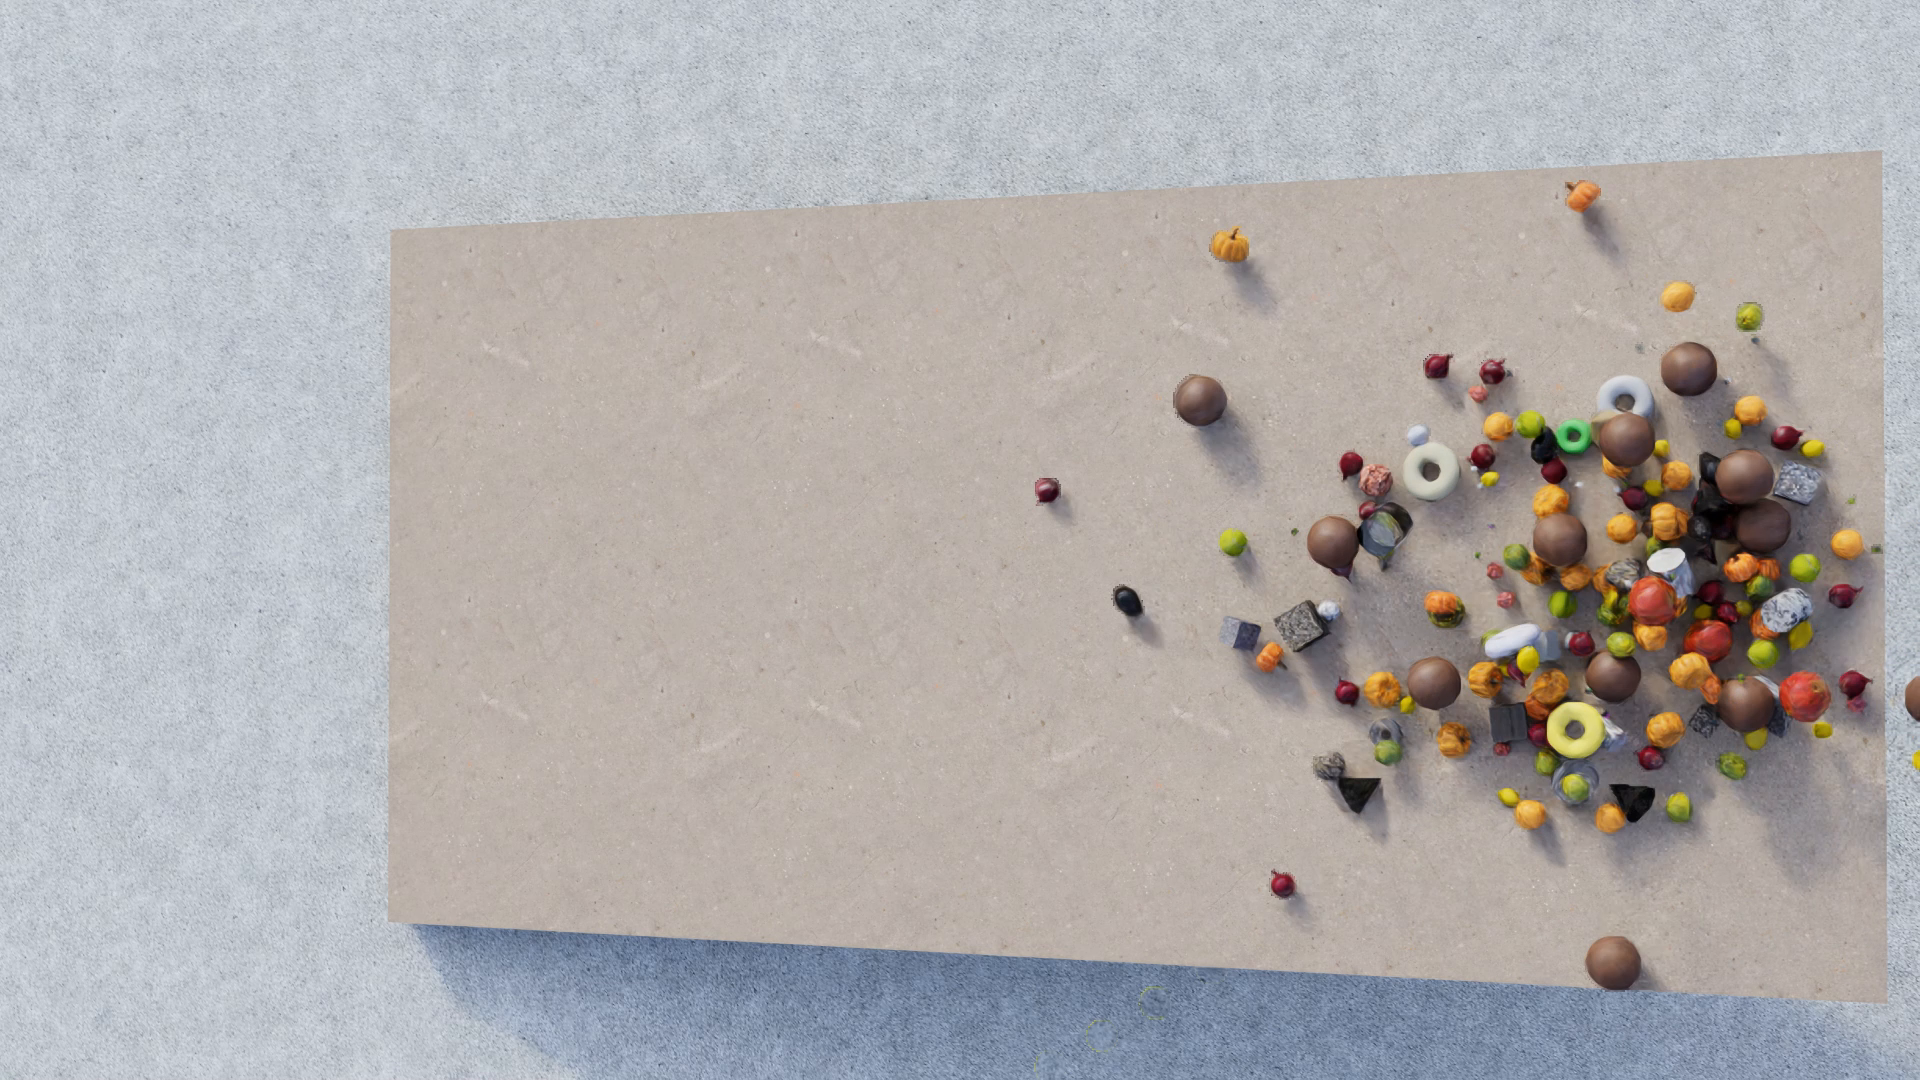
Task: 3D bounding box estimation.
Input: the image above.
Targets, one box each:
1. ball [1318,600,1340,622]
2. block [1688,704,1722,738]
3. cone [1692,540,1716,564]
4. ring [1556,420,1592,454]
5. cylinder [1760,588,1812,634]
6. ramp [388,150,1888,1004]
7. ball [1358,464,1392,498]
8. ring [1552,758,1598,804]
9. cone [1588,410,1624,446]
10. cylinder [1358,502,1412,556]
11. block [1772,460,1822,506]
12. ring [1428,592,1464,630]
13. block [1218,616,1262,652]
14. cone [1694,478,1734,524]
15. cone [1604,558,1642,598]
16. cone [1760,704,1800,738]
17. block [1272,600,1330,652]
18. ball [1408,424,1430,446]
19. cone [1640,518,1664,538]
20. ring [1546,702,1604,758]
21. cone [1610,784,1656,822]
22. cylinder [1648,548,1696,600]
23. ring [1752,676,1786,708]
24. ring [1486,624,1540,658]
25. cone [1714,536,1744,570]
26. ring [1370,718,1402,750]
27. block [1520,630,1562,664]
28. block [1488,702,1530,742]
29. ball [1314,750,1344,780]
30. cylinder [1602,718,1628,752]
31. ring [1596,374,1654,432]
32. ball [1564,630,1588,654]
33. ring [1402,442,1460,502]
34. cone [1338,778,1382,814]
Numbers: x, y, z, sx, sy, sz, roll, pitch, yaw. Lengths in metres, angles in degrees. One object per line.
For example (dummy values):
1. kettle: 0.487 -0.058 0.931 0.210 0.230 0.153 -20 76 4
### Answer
1. ball: 0.924 0.178 5.514 0.054 0.054 0.054 0 89 0
2. block: 1.776 0.433 5.239 0.056 0.056 0.056 36 104 15
3. cone: 1.790 0.040 5.245 0.060 0.060 0.060 -39 85 -1
4. ring: 1.495 -0.251 5.352 0.087 0.029 0.087 0 90 24
5. cylinder: 1.929 0.164 5.134 0.083 0.083 0.083 -23 89 -32
6. ramp: 0.274 0.094 5.800 4.000 0.100 2.000 0 89 17
7. ball: 1.033 -0.148 5.469 0.084 0.084 0.084 0 89 0
8. ring: 1.489 0.584 5.324 0.115 0.038 0.115 -1 99 -3
9. cone: 1.529 -0.276 5.264 0.090 0.090 0.090 -9 75 39
10. cylinder: 1.040 -0.026 5.383 0.099 0.099 0.099 53 46 1
11. block: 1.969 -0.134 5.175 0.083 0.083 0.083 21 95 17
12. ring: 1.203 0.175 5.439 0.091 0.030 0.091 0 90 19
13. block: 0.707 0.237 5.560 0.067 0.067 0.067 14 95 -31
14. cone: 1.765 -0.106 5.197 0.098 0.098 0.098 -12 66 0
15. cone: 1.579 0.107 5.183 0.092 0.092 0.092 -11 48 0
16. cone: 1.952 0.410 5.197 0.082 0.082 0.082 -30 89 -12
17. block: 0.856 0.217 5.510 0.094 0.094 0.094 -33 77 17
18. ball: 1.104 -0.251 5.294 0.052 0.052 0.052 0 89 0
19. cone: 1.664 -0.038 5.278 0.052 0.052 0.052 -4 68 10
20. ring: 1.470 0.453 5.252 0.137 0.046 0.137 0 90 26
21. cone: 1.603 0.612 5.300 0.098 0.098 0.098 -52 48 -1
22. cylinder: 1.677 0.079 5.181 0.088 0.088 0.088 -31 119 0
23. ring: 1.901 0.355 5.167 0.093 0.093 0.031 38 112 1
24. ring: 1.322 0.241 5.259 0.139 0.139 0.046 -24 91 0
25. cone: 1.810 0.041 5.216 0.074 0.074 0.074 22 104 0
26. ring: 1.061 0.485 5.478 0.081 0.027 0.081 3 98 18
27. block: 1.407 0.259 5.341 0.071 0.071 0.071 -11 86 38
28. block: 1.340 0.445 5.364 0.084 0.084 0.084 -8 87 17
29. ball: 0.923 0.563 5.497 0.076 0.076 0.076 0 89 0
30. cylinder: 1.564 0.471 5.293 0.060 0.060 0.060 -17 129 -23
31. ring: 1.606 -0.331 5.311 0.136 0.045 0.136 0 90 21
32. ball: 1.494 0.247 5.334 0.054 0.054 0.054 0 89 0
33. ring: 1.164 -0.168 5.434 0.146 0.049 0.146 -5 81 30
34. cone: 1.012 0.616 5.486 0.097 0.097 0.097 -27 89 -12
